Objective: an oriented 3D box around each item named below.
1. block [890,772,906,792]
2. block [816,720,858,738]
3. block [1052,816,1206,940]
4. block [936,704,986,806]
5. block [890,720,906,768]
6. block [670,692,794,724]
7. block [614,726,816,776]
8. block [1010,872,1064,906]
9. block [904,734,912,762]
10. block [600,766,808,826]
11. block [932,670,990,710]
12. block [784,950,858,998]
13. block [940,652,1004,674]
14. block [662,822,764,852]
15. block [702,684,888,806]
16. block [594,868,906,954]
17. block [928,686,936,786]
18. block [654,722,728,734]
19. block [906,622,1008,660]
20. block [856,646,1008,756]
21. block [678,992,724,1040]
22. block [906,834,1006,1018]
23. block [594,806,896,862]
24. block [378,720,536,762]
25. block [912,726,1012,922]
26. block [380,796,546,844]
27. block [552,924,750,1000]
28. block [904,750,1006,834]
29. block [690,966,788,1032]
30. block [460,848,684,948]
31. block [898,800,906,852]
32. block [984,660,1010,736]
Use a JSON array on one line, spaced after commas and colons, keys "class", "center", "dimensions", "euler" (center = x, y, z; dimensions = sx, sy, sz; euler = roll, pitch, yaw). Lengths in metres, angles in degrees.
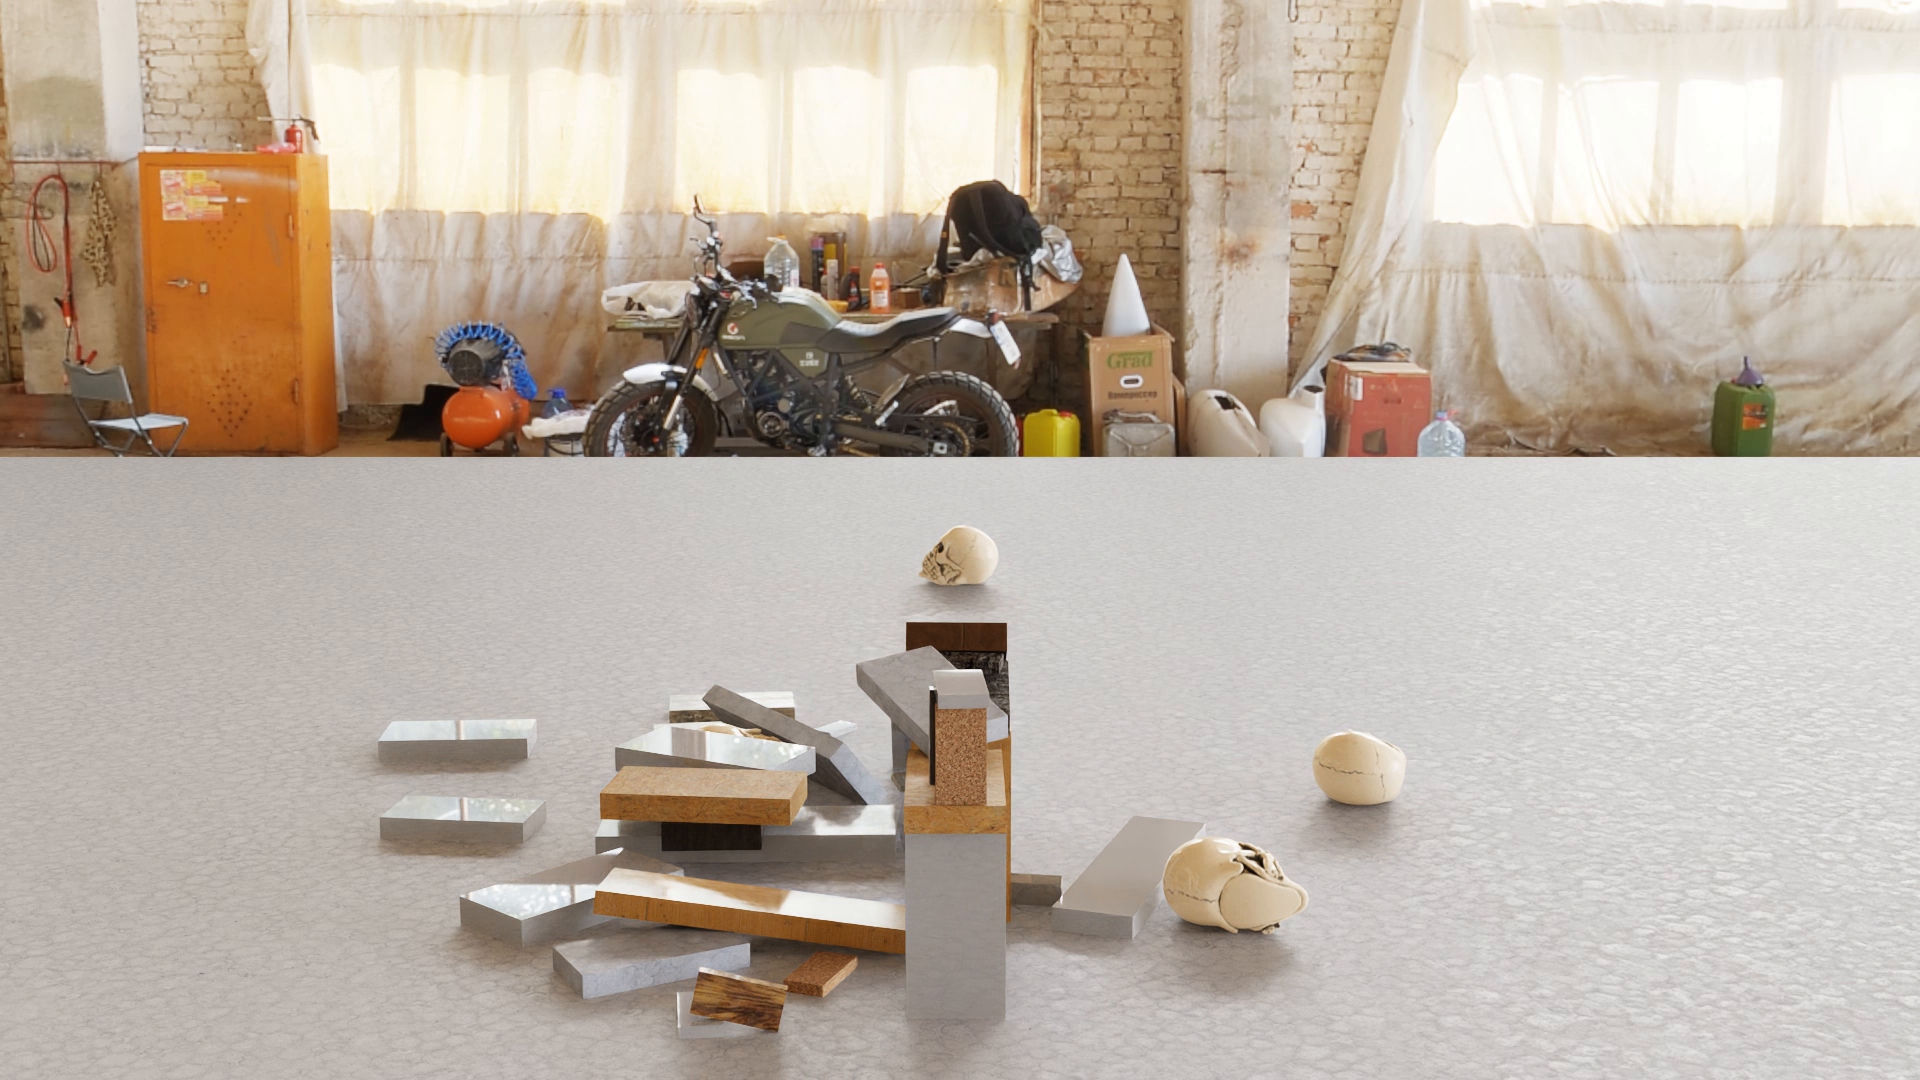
[{"class": "block", "center": [-0.104, 0.470, 4.279], "dimensions": [0.045, 0.013, 0.090], "euler": [-2, 11, -13]}, {"class": "block", "center": [-0.263, 0.401, 4.652], "dimensions": [0.045, 0.013, 0.090], "euler": [8, 13, 35]}, {"class": "block", "center": [0.292, 0.563, 3.712], "dimensions": [0.133, 0.038, 0.505], "euler": [4, 11, 19]}, {"class": "block", "center": [0.001, 0.298, 3.068], "dimensions": [0.071, 0.141, 0.020], "euler": [-1, 10, -4]}, {"class": "block", "center": [-0.079, 0.368, 4.320], "dimensions": [0.112, 0.225, 0.032], "euler": [-1, 48, -1]}, {"class": "block", "center": [-0.494, 0.367, 4.766], "dimensions": [0.266, 0.038, 0.133], "euler": [-1, 11, -7]}, {"class": "block", "center": [-0.449, 0.402, 4.031], "dimensions": [0.329, 0.047, 0.164], "euler": [5, 12, 26]}, {"class": "block", "center": [0.104, 0.571, 3.598], "dimensions": [0.129, 0.064, 0.018], "euler": [2, 48, 9]}, {"class": "block", "center": [-0.052, 0.374, 4.280], "dimensions": [0.112, 0.225, 0.032], "euler": [-2, 48, 0]}, {"class": "block", "center": [-0.442, 0.442, 3.813], "dimensions": [0.329, 0.047, 0.164], "euler": [1, 11, 6]}, {"class": "block", "center": [0.001, 0.210, 3.102], "dimensions": [0.071, 0.020, 0.141], "euler": [-1, 11, -4]}, {"class": "block", "center": [-0.209, 0.650, 3.297], "dimensions": [0.063, 0.018, 0.127], "euler": [4, 11, 20]}, {"class": "block", "center": [0.004, 0.201, 3.624], "dimensions": [0.129, 0.018, 0.064], "euler": [1, 11, 8]}, {"class": "block", "center": [-0.430, 0.474, 3.901], "dimensions": [0.169, 0.048, 0.337], "euler": [0, 11, -2]}, {"class": "block", "center": [-0.331, 0.400, 4.302], "dimensions": [0.042, 0.149, 0.521], "euler": [-47, 30, -18]}, {"class": "block", "center": [-0.320, 0.580, 3.449], "dimensions": [0.486, 0.038, 0.133], "euler": [7, 7, 3]}, {"class": "block", "center": [-0.009, 0.281, 3.163], "dimensions": [0.071, 0.141, 0.020], "euler": [-1, 11, -6]}, {"class": "block", "center": [-0.538, 0.427, 4.429], "dimensions": [0.149, 0.042, 0.298], "euler": [-2, 11, -9]}, {"class": "block", "center": [-0.006, 0.197, 3.827], "dimensions": [0.169, 0.048, 0.338], "euler": [0, -12, 0]}, {"class": "block", "center": [-0.046, 0.249, 3.426], "dimensions": [0.133, 0.038, 0.266], "euler": [-13, 27, -24]}, {"class": "block", "center": [-0.372, 0.678, 3.145], "dimensions": [0.063, 0.018, 0.127], "euler": [-1, 11, -8]}, {"class": "block", "center": [-0.006, 0.542, 3.146], "dimensions": [0.143, 0.285, 0.040], "euler": [0, 11, 0]}, {"class": "block", "center": [-0.375, 0.521, 3.908], "dimensions": [0.521, 0.048, 0.169], "euler": [0, 11, -1]}, {"class": "block", "center": [-1.030, 0.411, 4.520], "dimensions": [0.298, 0.042, 0.149], "euler": [-1, 11, -4]}, {"class": "block", "center": [0.002, 0.454, 3.530], "dimensions": [0.159, 0.318, 0.045], "euler": [0, 10, 0]}, {"class": "block", "center": [-0.904, 0.508, 4.007], "dimensions": [0.266, 0.038, 0.133], "euler": [1, 11, 7]}, {"class": "block", "center": [-0.468, 0.632, 3.339], "dimensions": [0.266, 0.038, 0.133], "euler": [-6, 12, -29]}, {"class": "block", "center": [-0.007, 0.365, 3.209], "dimensions": [0.143, 0.040, 0.285], "euler": [0, 10, 0]}, {"class": "block", "center": [-0.312, 0.649, 3.104], "dimensions": [0.127, 0.063, 0.018], "euler": [13, 8, -2]}, {"class": "block", "center": [-0.630, 0.581, 3.591], "dimensions": [0.164, 0.047, 0.329], "euler": [10, 14, 42]}, {"class": "block", "center": [-0.080, 0.468, 3.911], "dimensions": [0.022, 0.078, 0.157], "euler": [2, 44, 12]}, {"class": "block", "center": [0.001, 0.256, 3.601], "dimensions": [0.159, 0.045, 0.318], "euler": [0, 11, 1]}]
